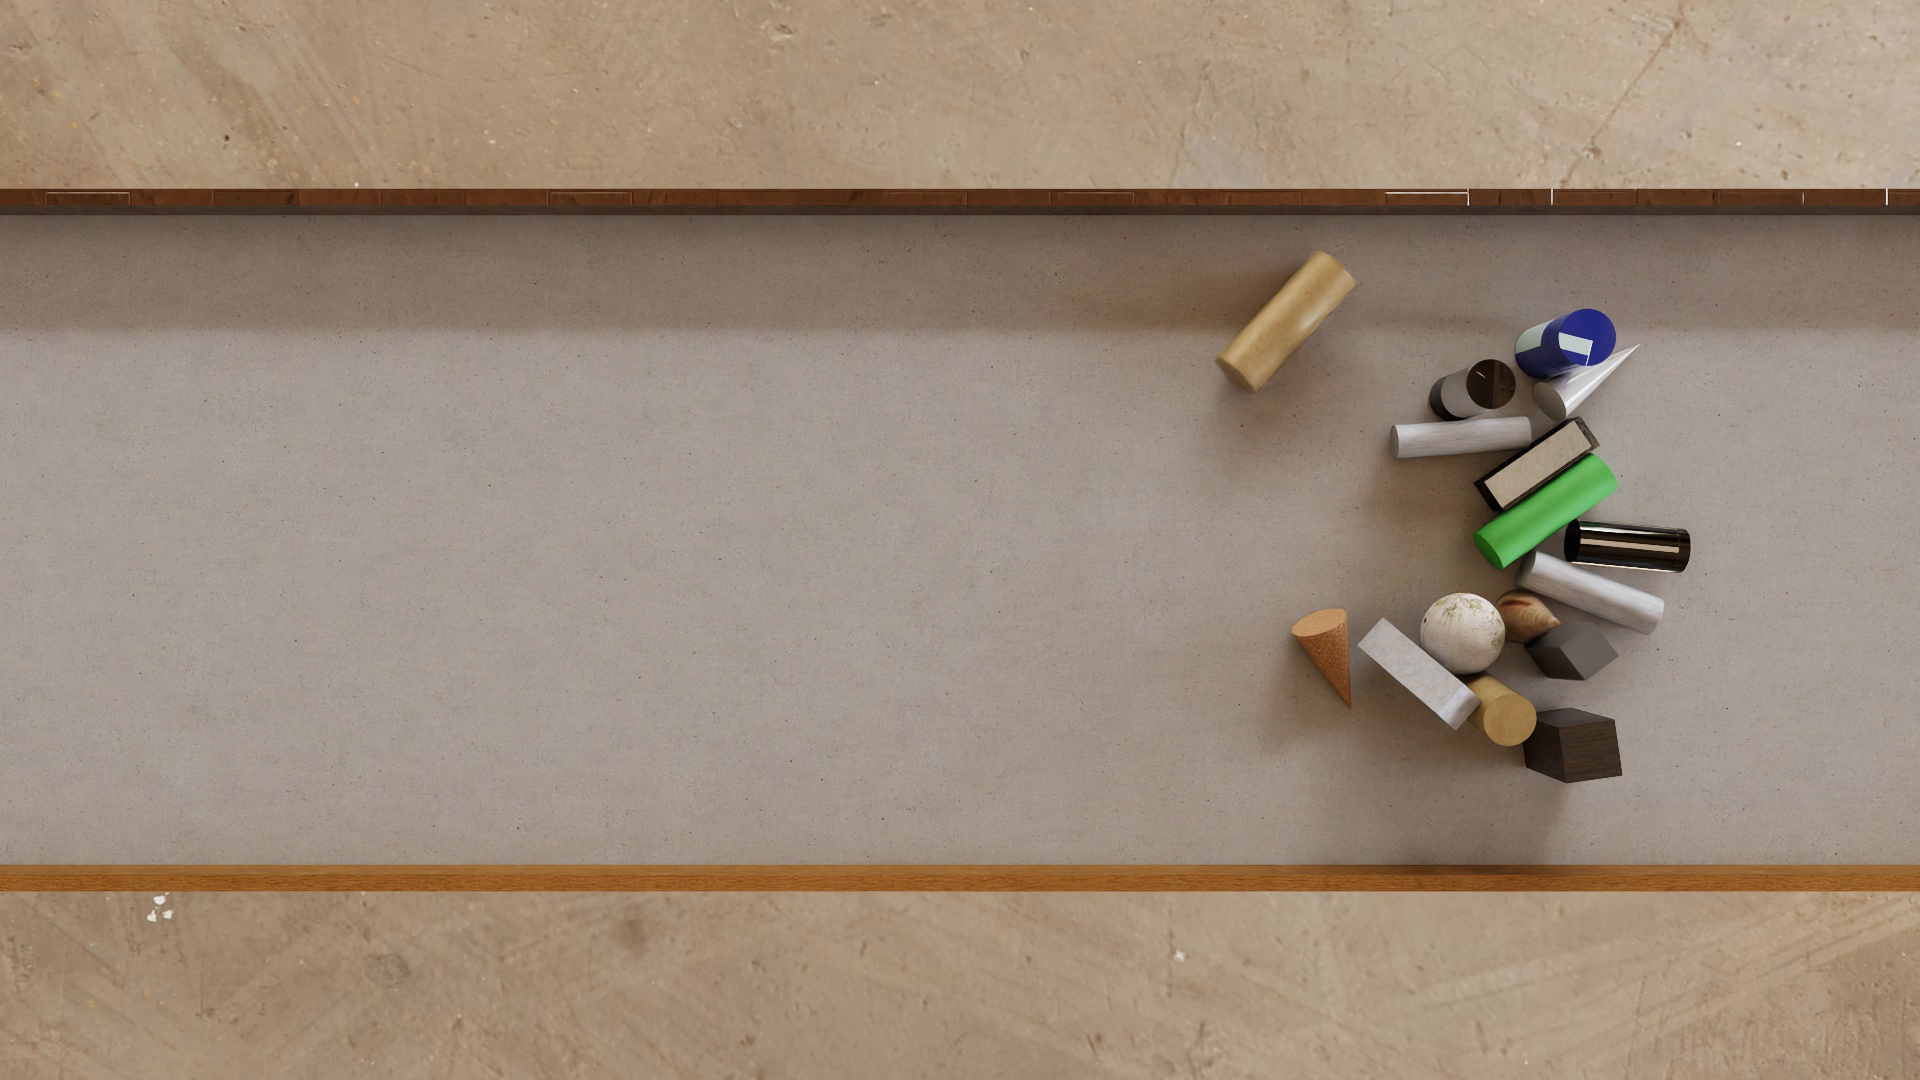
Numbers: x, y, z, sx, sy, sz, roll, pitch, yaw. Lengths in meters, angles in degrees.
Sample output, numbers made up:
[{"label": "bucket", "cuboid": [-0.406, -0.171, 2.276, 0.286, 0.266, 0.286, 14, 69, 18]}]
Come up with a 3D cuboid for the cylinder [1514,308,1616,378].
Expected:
[{"label": "cylinder", "cuboid": [1.789, -0.578, 4.890, 0.164, 0.372, 0.164, 0, 90, 0]}]

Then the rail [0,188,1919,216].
[{"label": "rail", "cuboid": [-2.247, -1.025, 5.002, 12.000, 0.150, 0.050, 0, 90, 0]}]

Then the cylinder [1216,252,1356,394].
[{"label": "cylinder", "cuboid": [0.986, -0.656, 4.996, 0.160, 0.160, 0.444, 43, 90, 0]}]

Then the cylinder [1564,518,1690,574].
[{"label": "cylinder", "cuboid": [2.024, 0.018, 5.009, 0.331, 0.136, 0.136, 5, 90, 0]}]

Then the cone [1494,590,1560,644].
[{"label": "cone", "cuboid": [1.710, 0.237, 4.867, 0.166, 0.410, 0.166, 0, 91, 3]}]

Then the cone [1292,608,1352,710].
[{"label": "cone", "cuboid": [1.146, 0.387, 5.035, 0.171, 0.171, 0.311, -23, 105, 0]}]

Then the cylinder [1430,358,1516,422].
[{"label": "cylinder", "cuboid": [1.520, -0.442, 4.904, 0.145, 0.338, 0.145, 0, 88, -2]}]

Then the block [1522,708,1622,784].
[{"label": "block", "cuboid": [1.812, 0.608, 4.908, 0.163, 0.337, 0.163, -8, 90, 0]}]

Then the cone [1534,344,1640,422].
[{"label": "cone", "cuboid": [1.944, -0.512, 5.043, 0.363, 0.136, 0.136, -31, 90, -11]}]

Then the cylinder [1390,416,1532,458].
[{"label": "cylinder", "cuboid": [1.524, -0.313, 5.026, 0.400, 0.102, 0.102, -4, 90, 0]}]

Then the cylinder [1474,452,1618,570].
[{"label": "cylinder", "cuboid": [1.776, -0.087, 5.007, 0.423, 0.139, 0.139, -35, 90, 0]}]

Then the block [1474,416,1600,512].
[{"label": "block", "cuboid": [1.755, -0.231, 5.023, 0.351, 0.106, 0.106, -34, 90, 0]}]

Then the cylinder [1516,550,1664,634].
[{"label": "cylinder", "cuboid": [1.915, 0.158, 5.017, 0.413, 0.120, 0.120, 21, 90, 0]}]

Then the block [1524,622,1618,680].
[{"label": "block", "cuboid": [1.810, 0.330, 4.897, 0.120, 0.351, 0.120, -37, 86, 0]}]

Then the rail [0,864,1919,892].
[{"label": "rail", "cuboid": [-2.247, 1.025, 5.001, 12.000, 0.150, 0.050, 0, 90, 0]}]

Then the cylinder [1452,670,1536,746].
[{"label": "cylinder", "cuboid": [1.566, 0.486, 4.887, 0.154, 0.359, 0.154, 0, 99, -2]}]

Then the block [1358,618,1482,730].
[{"label": "block", "cuboid": [1.356, 0.392, 4.880, 0.114, 0.390, 0.114, -49, 126, 6]}]

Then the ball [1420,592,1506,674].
[{"label": "ball", "cuboid": [1.509, 0.281, 4.954, 0.246, 0.246, 0.246, 0, 90, 0]}]
